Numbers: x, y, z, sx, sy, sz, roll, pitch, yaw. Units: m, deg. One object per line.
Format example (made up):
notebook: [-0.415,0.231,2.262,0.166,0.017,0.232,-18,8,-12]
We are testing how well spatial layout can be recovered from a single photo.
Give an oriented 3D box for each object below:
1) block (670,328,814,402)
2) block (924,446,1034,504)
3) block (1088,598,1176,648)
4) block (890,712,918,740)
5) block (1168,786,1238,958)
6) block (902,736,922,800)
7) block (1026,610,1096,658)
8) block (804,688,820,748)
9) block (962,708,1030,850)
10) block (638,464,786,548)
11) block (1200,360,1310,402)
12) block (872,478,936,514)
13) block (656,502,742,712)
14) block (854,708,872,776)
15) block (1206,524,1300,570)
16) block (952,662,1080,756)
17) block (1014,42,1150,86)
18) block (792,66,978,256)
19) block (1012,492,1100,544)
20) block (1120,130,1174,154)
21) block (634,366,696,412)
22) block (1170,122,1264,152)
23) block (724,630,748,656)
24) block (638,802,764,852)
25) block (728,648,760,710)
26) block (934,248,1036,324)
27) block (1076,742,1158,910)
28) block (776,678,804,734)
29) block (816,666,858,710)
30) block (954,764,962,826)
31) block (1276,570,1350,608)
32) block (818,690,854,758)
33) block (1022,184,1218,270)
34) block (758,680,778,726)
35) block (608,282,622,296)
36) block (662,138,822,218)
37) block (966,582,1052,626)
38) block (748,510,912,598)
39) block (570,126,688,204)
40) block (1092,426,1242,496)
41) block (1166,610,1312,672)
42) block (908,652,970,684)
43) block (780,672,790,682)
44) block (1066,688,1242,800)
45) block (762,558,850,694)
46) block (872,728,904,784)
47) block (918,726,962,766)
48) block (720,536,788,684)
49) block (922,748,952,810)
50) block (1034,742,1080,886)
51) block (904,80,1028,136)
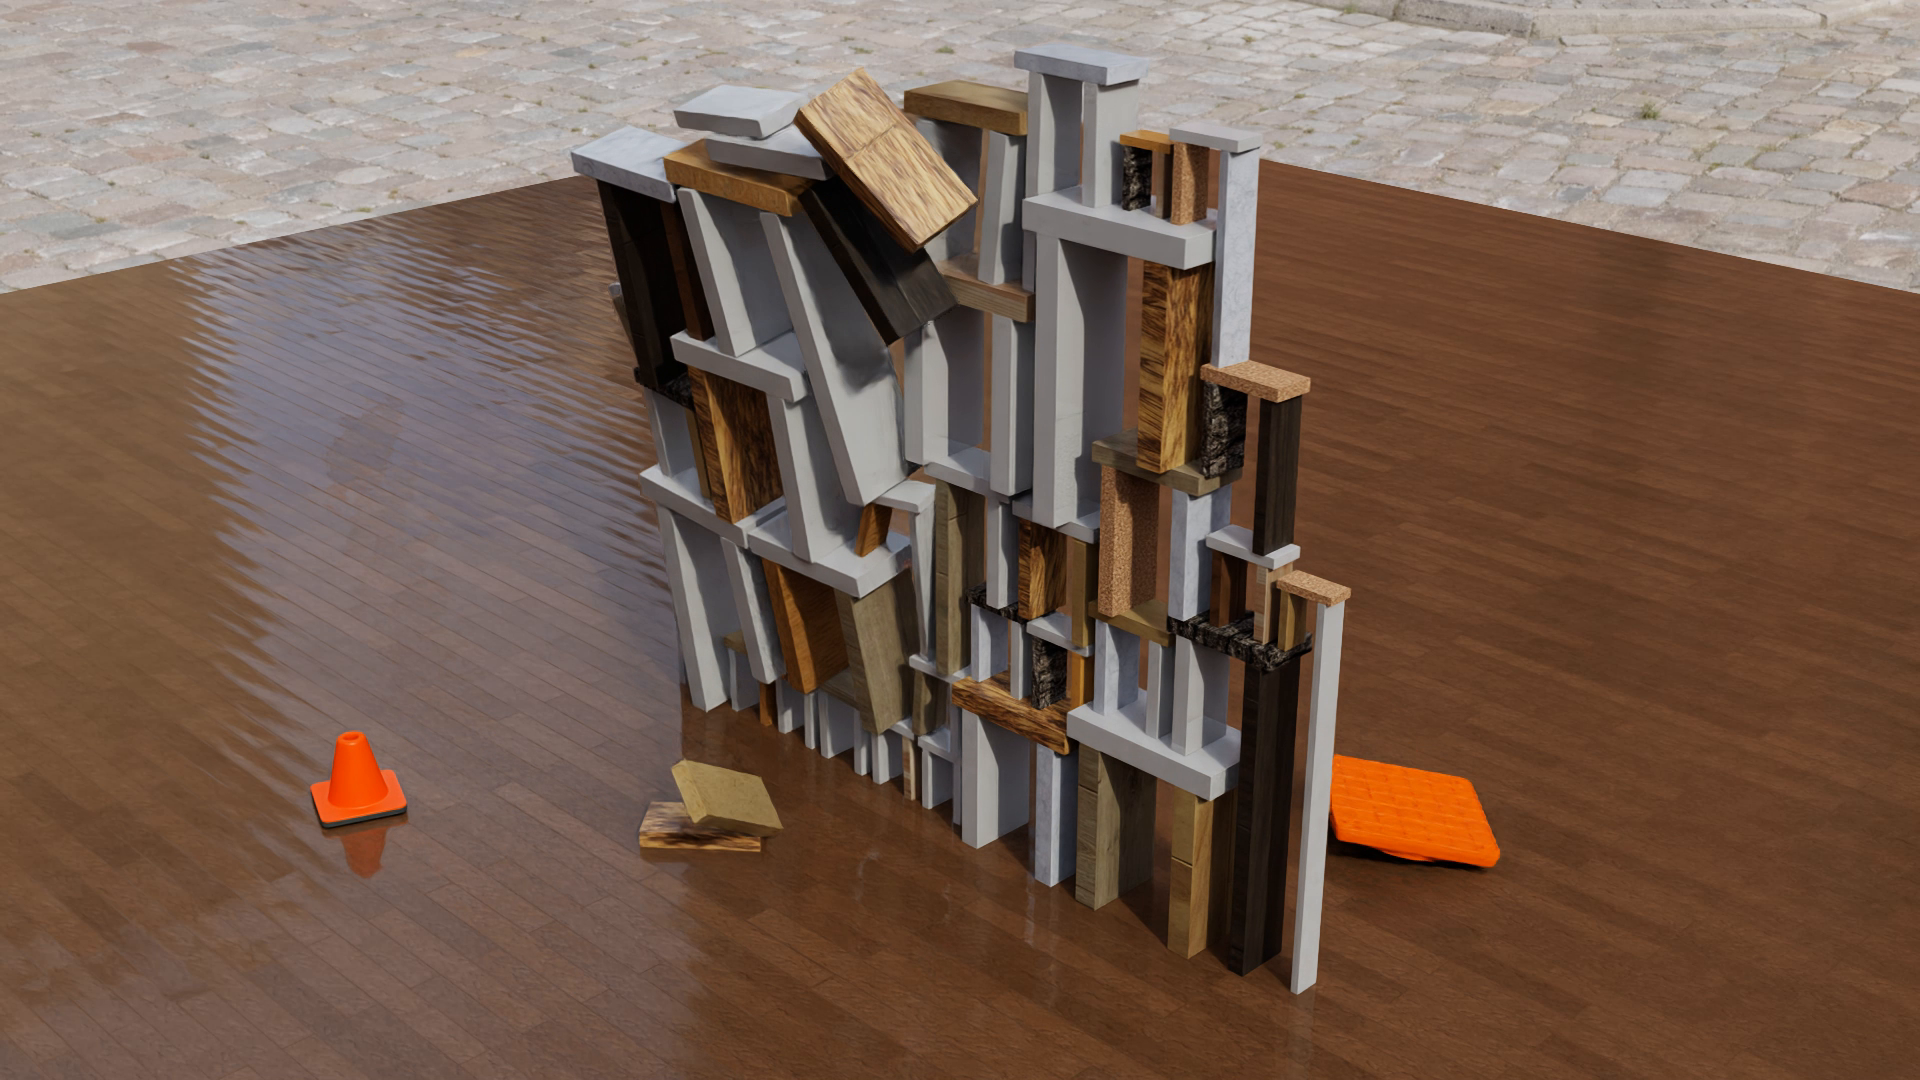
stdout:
block: [-0.374,-0.365,4.224,0.355,0.050,0.178,21,42,41]
block: [0.048,-0.125,4.119,0.220,0.031,0.110,21,31,40]
block: [0.331,0.137,3.930,0.094,0.027,0.188,-21,31,-41]
block: [-0.119,0.366,4.507,0.142,0.020,0.071,21,31,41]
block: [0.455,0.571,3.980,0.048,0.339,0.170,21,31,41]
block: [-0.084,0.455,4.506,0.020,0.142,0.071,19,29,42]
block: [0.204,0.173,4.075,0.150,0.021,0.075,21,31,40]
block: [-0.299,0.369,4.707,0.020,0.143,0.072,21,31,39]
block: [0.071,0.446,4.331,0.148,0.296,0.042,-21,31,-41]
block: [-0.494,-0.099,4.599,0.175,0.050,0.350,-32,40,-33]
block: [0.481,-0.263,3.585,0.081,0.023,0.163,-20,30,-39]
block: [-0.117,-0.089,4.178,0.143,0.020,0.072,13,38,33]
block: [-0.542,0.113,4.813,0.050,0.513,0.175,20,38,41]
block: [-0.185,0.407,4.599,0.079,0.158,0.022,-20,31,-39]
block: [0.491,0.011,3.690,0.142,0.020,0.071,21,31,40]
block: [0.141,0.317,4.201,0.148,0.042,0.296,-21,31,-41]
block: [0.202,-0.795,3.667,0.104,0.029,0.208,-21,31,-40]
block: [-0.126,-0.638,3.700,0.150,0.301,0.043,-41,-1,-28]
block: [0.201,-0.046,3.991,0.099,0.028,0.199,-21,31,-40]
block: [0.320,-0.653,3.605,0.054,0.015,0.109,-21,31,-40]
block: [-0.560,-0.326,4.492,0.107,0.030,0.214,-30,40,-32]
block: [0.408,-0.643,3.508,0.136,0.019,0.068,20,30,39]
block: [-0.441,0.232,4.810,0.074,0.021,0.148,-21,31,-40]
block: [-0.507,0.569,4.376,0.239,0.034,0.120,2,23,4]
block: [-0.473,0.298,4.869,0.074,0.148,0.021,-21,30,-41]
block: [0.053,-0.468,3.971,0.334,0.047,0.167,21,31,40]
block: [0.295,0.509,4.127,0.048,0.339,0.170,21,31,41]
block: [-0.365,0.341,4.773,0.020,0.143,0.072,17,28,40]
block: [-0.229,0.307,4.600,0.079,0.022,0.158,-23,32,-36]
block: [0.018,0.499,4.412,0.019,0.135,0.067,22,32,40]
block: [0.582,0.079,3.620,0.109,0.015,0.054,21,31,40]
block: [-0.261,0.378,4.668,0.022,0.158,0.079,21,32,40]
block: [0.295,-0.529,3.675,0.179,0.051,0.358,-21,31,-41]
block: [-0.403,0.326,4.804,0.074,0.148,0.021,-21,31,-41]
block: [-0.652,-0.546,4.572,0.073,0.021,0.146,-5,21,45]
block: [-0.366,-0.671,3.988,0.330,0.047,0.165,22,43,38]
block: [0.095,0.117,4.180,0.080,0.023,0.160,-21,31,-40]
block: [-0.255,0.013,4.384,0.324,0.046,0.162,21,42,41]
block: [-0.591,-0.718,4.195,0.293,0.041,0.146,23,43,38]
block: [0.354,-0.137,3.777,0.238,0.034,0.119,21,31,40]
block: [0.478,0.158,3.774,0.113,0.032,0.227,-21,31,-40]
block: [-0.021,0.250,4.345,0.149,0.021,0.075,20,30,39]
block: [-0.344,0.276,4.704,0.072,0.020,0.143,-32,37,-33]
block: [0.375,0.362,3.978,0.170,0.048,0.339,-21,31,-40]
block: [-0.305,0.141,4.548,0.046,0.324,0.162,21,42,41]
block: [-0.150,0.429,4.567,0.020,0.142,0.071,19,30,41]
block: [-0.014,0.415,4.409,0.135,0.019,0.068,22,31,39]
block: [-0.387,0.111,4.627,0.175,0.350,0.050,-32,37,-33]
block: [-0.046,0.474,4.471,0.019,0.135,0.067,21,31,41]
block: [0.211,0.500,4.203,0.148,0.296,0.042,-21,31,-40]
block: [0.048,-0.757,3.840,0.272,0.039,0.136,20,30,39]
